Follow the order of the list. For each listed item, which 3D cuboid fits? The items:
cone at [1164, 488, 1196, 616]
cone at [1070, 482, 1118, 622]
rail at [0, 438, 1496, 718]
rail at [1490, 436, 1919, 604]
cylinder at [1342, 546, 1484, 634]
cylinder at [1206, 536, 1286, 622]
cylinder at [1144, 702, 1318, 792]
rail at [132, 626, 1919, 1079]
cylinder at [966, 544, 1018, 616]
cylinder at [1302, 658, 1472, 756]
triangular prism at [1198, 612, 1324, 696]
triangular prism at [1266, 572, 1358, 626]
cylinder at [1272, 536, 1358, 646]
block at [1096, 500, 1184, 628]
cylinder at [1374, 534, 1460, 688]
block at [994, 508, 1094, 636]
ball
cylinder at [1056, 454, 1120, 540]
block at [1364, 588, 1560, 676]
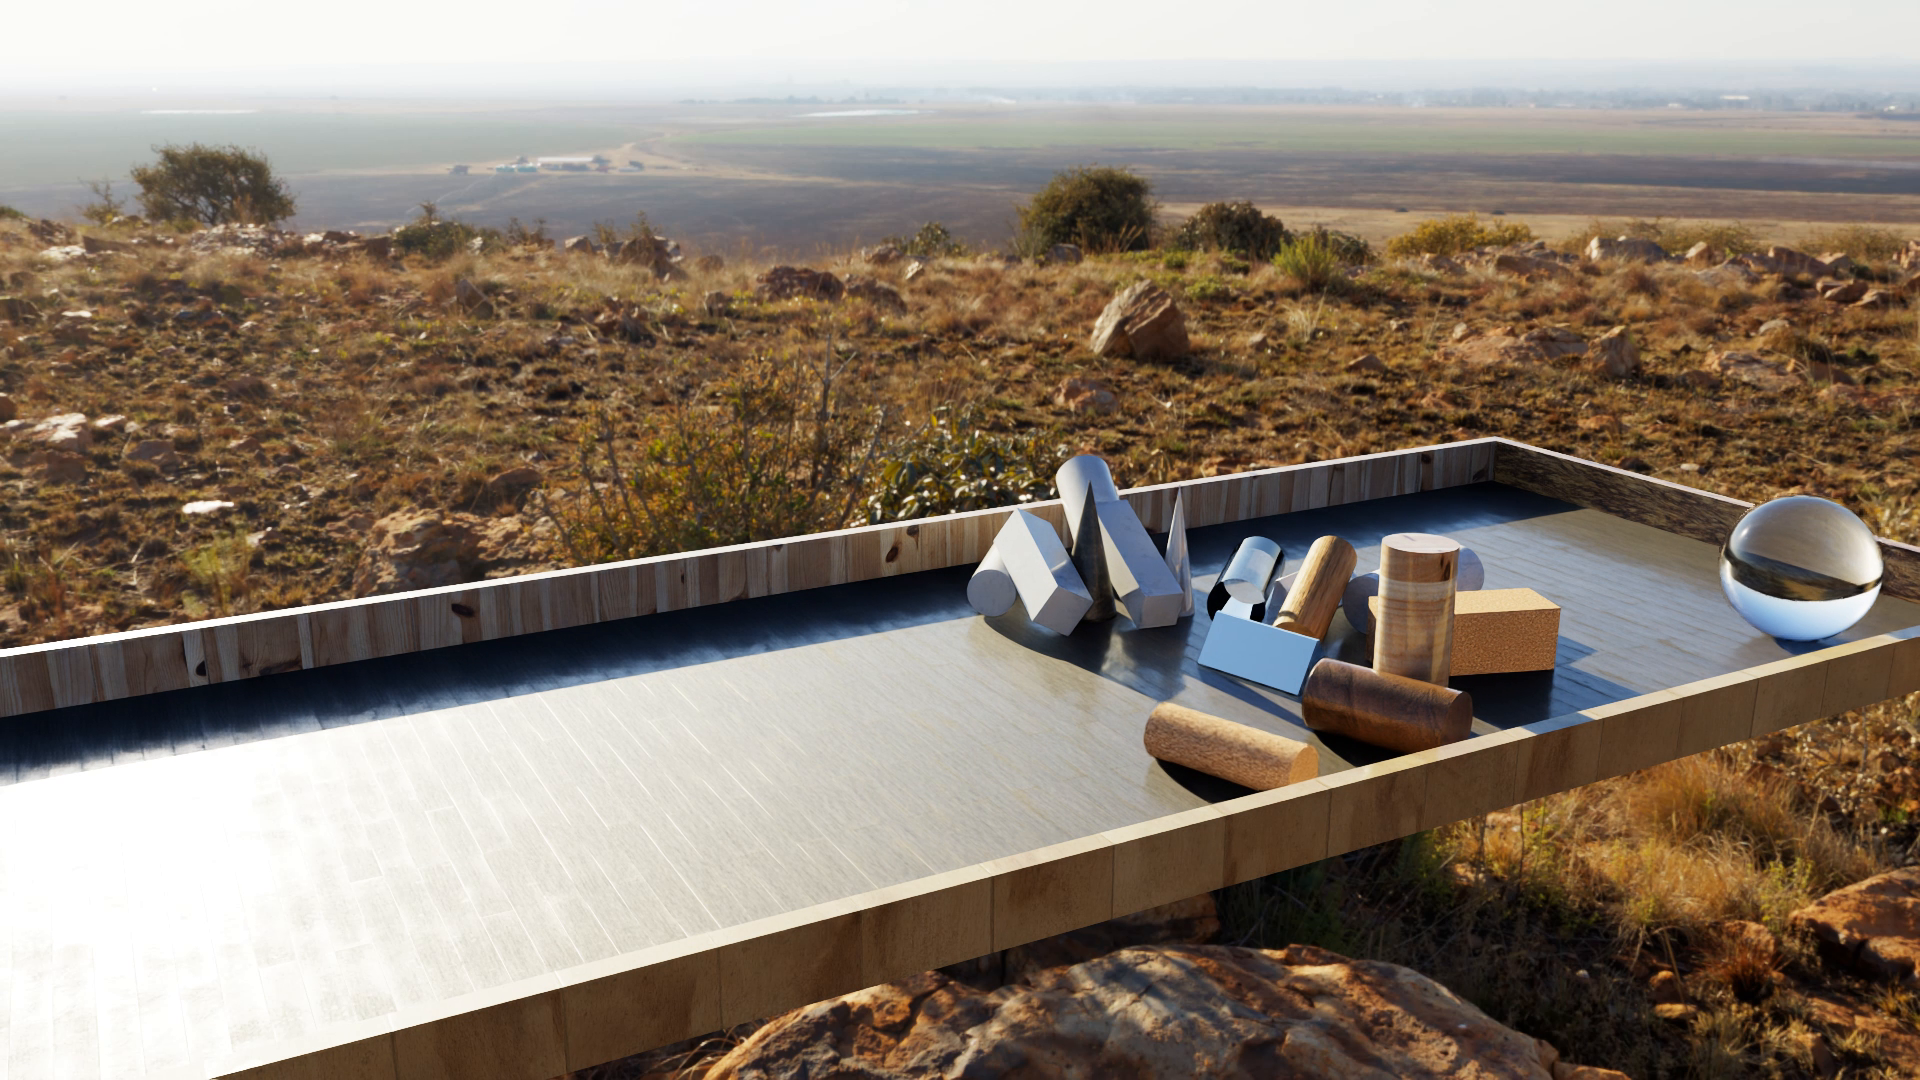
[{"bbox_3d":[0.609,0.021,4.623,0.114,0.372,0.114,0,16,0],"label":"cone"},{"bbox_3d":[0.359,0.017,4.598,0.170,0.393,0.170,0,16,0],"label":"cone"},{"bbox_3d":[-3.305,0.497,3.399,12.000,0.150,0.050,-9,18,-27],"label":"rail"},{"bbox_3d":[2.466,-0.048,5.253,0.050,0.150,2.100,-9,18,-27],"label":"rail"},{"bbox_3d":[1.269,0.135,4.606,0.449,0.163,0.163,-14,21,-40],"label":"cylinder"},{"bbox_3d":[0.811,0.123,4.653,0.159,0.159,0.425,5,17,17],"label":"cylinder"},{"bbox_3d":[0.585,0.457,3.579,0.365,0.124,0.124,14,21,39],"label":"cylinder"},{"bbox_3d":[-2.336,1.006,1.665,12.000,0.150,0.050,-9,18,-27],"label":"rail"},{"bbox_3d":[0.120,0.101,4.763,0.139,0.139,0.334,3,17,11],"label":"cylinder"},{"bbox_3d":[0.966,0.387,3.736,0.335,0.170,0.170,13,21,38],"label":"cylinder"},{"bbox_3d":[0.773,0.276,4.177,0.148,0.128,0.310,-15,22,-42],"label":"triangular prism"},{"bbox_3d":[0.990,0.134,4.606,0.140,0.122,0.331,-11,4,45],"label":"triangular prism"},{"bbox_3d":[0.943,0.155,4.396,0.132,0.132,0.442,7,33,24],"label":"cylinder"},{"bbox_3d":[0.487,0.063,4.666,0.114,0.114,0.431,-5,39,-17],"label":"block"},{"bbox_3d":[1.058,0.216,3.843,0.173,0.434,0.173,0,15,0],"label":"cylinder"},{"bbox_3d":[0.227,0.084,4.585,0.124,0.124,0.412,24,22,-27],"label":"block"},{"bbox_3d":[2.243,0.076,4.404,0.390,0.390,0.390,0,16,0],"label":"ball"},{"bbox_3d":[0.415,-0.077,5.059,0.172,0.172,0.383,-3,41,-9],"label":"cylinder"},{"bbox_3d":[1.291,0.239,4.247,0.443,0.166,0.166,-3,17,-9],"label":"block"}]
